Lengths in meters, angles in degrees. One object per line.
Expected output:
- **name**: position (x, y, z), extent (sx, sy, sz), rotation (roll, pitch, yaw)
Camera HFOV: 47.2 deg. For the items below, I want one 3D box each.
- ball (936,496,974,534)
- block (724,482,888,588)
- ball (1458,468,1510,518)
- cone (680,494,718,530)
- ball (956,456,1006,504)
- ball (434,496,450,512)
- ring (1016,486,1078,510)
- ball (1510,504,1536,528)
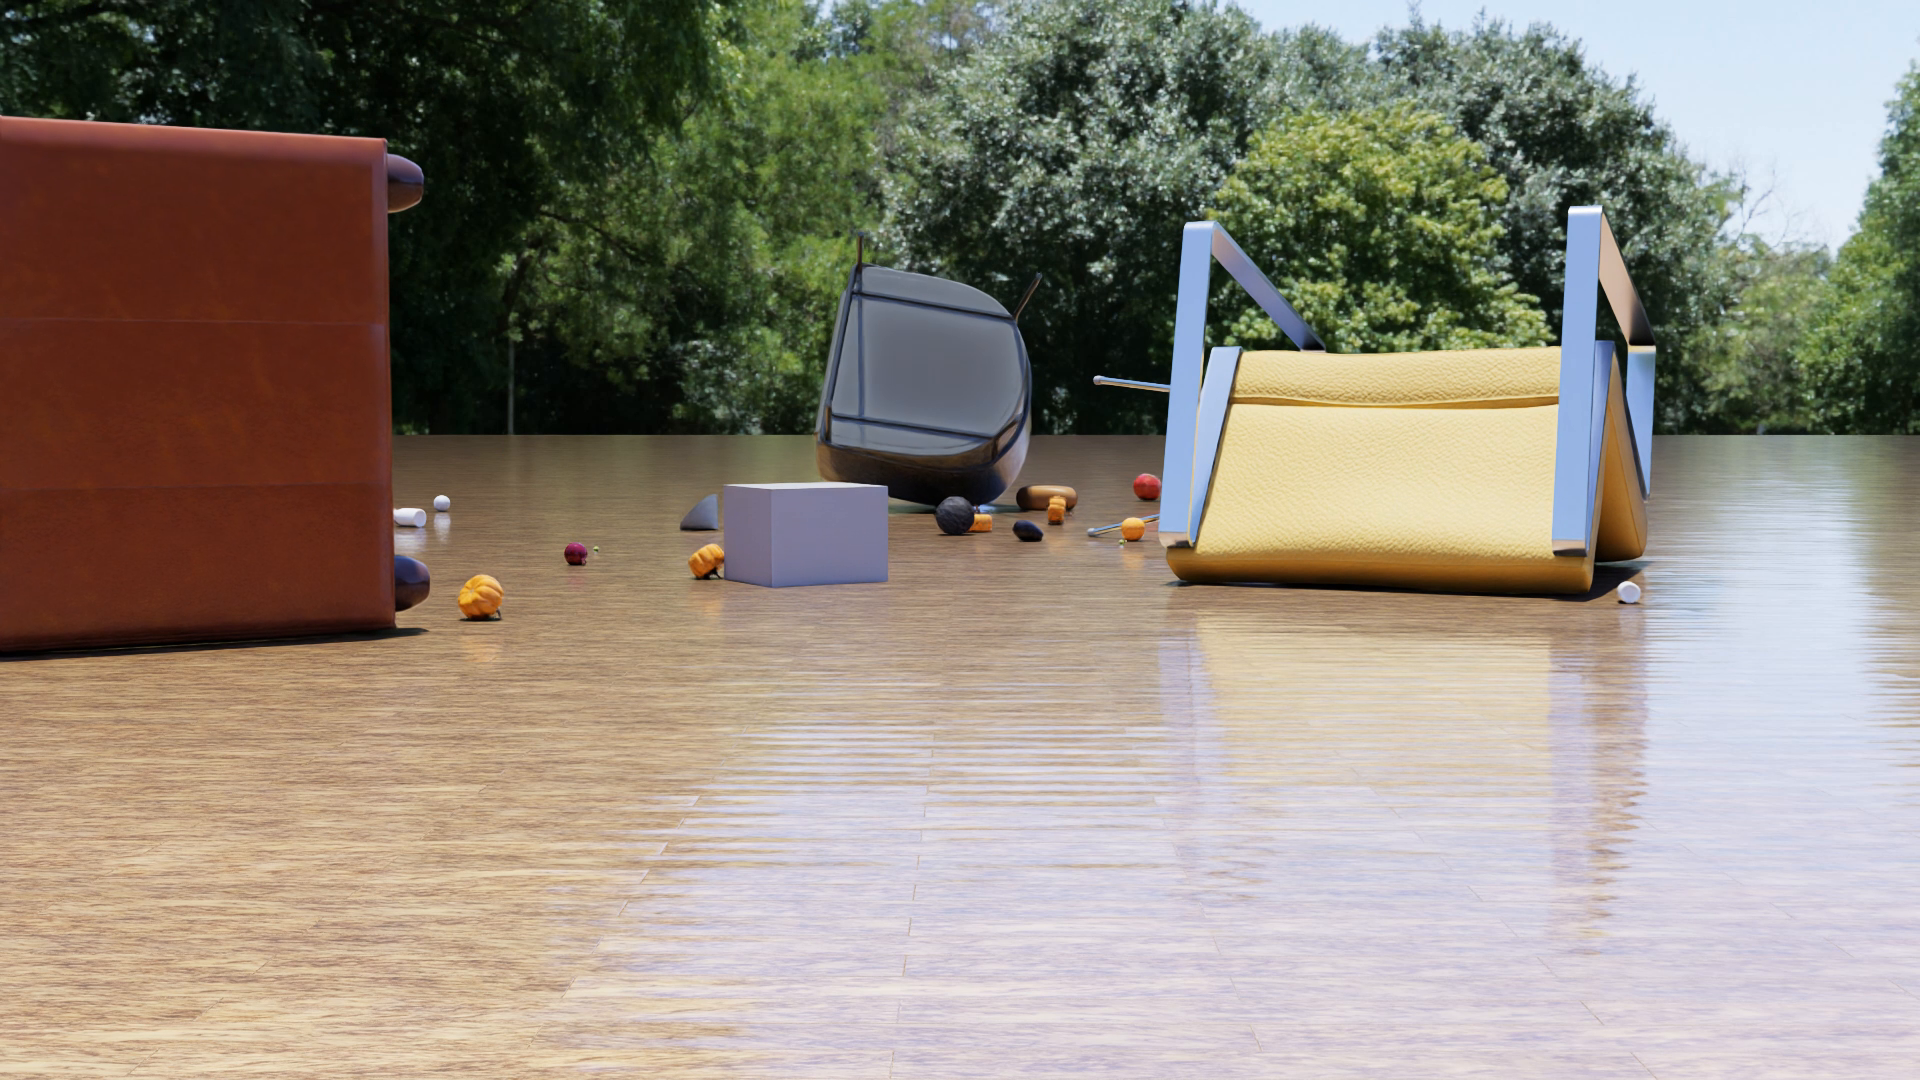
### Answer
- **ball**: position (-0.015, -0.076, 6.769), extent (0.120, 0.120, 0.120), rotation (0, 4, 0)
- **block**: position (-0.363, -0.017, 5.162), extent (0.303, 0.223, 0.255), rotation (-2, 5, -31)
- **ball**: position (1.817, -0.163, 7.635), extent (0.176, 0.176, 0.176), rotation (0, 4, 0)
- **cone**: position (-0.800, -0.060, 7.002), extent (0.090, 0.143, 0.179), rotation (42, 39, 10)
- **ball**: position (0.081, -0.234, 8.547), extent (0.193, 0.193, 0.193), rotation (0, 4, 0)
- **ball**: position (-1.896, -0.133, 8.048), extent (0.060, 0.060, 0.060), rotation (0, 4, 0)
- **ring**: position (0.323, -0.156, 8.188), extent (0.249, 0.088, 0.161), rotation (2, 6, 33)
- **ball**: position (1.810, -0.075, 7.064), extent (0.080, 0.080, 0.080), rotation (0, 4, 0)
